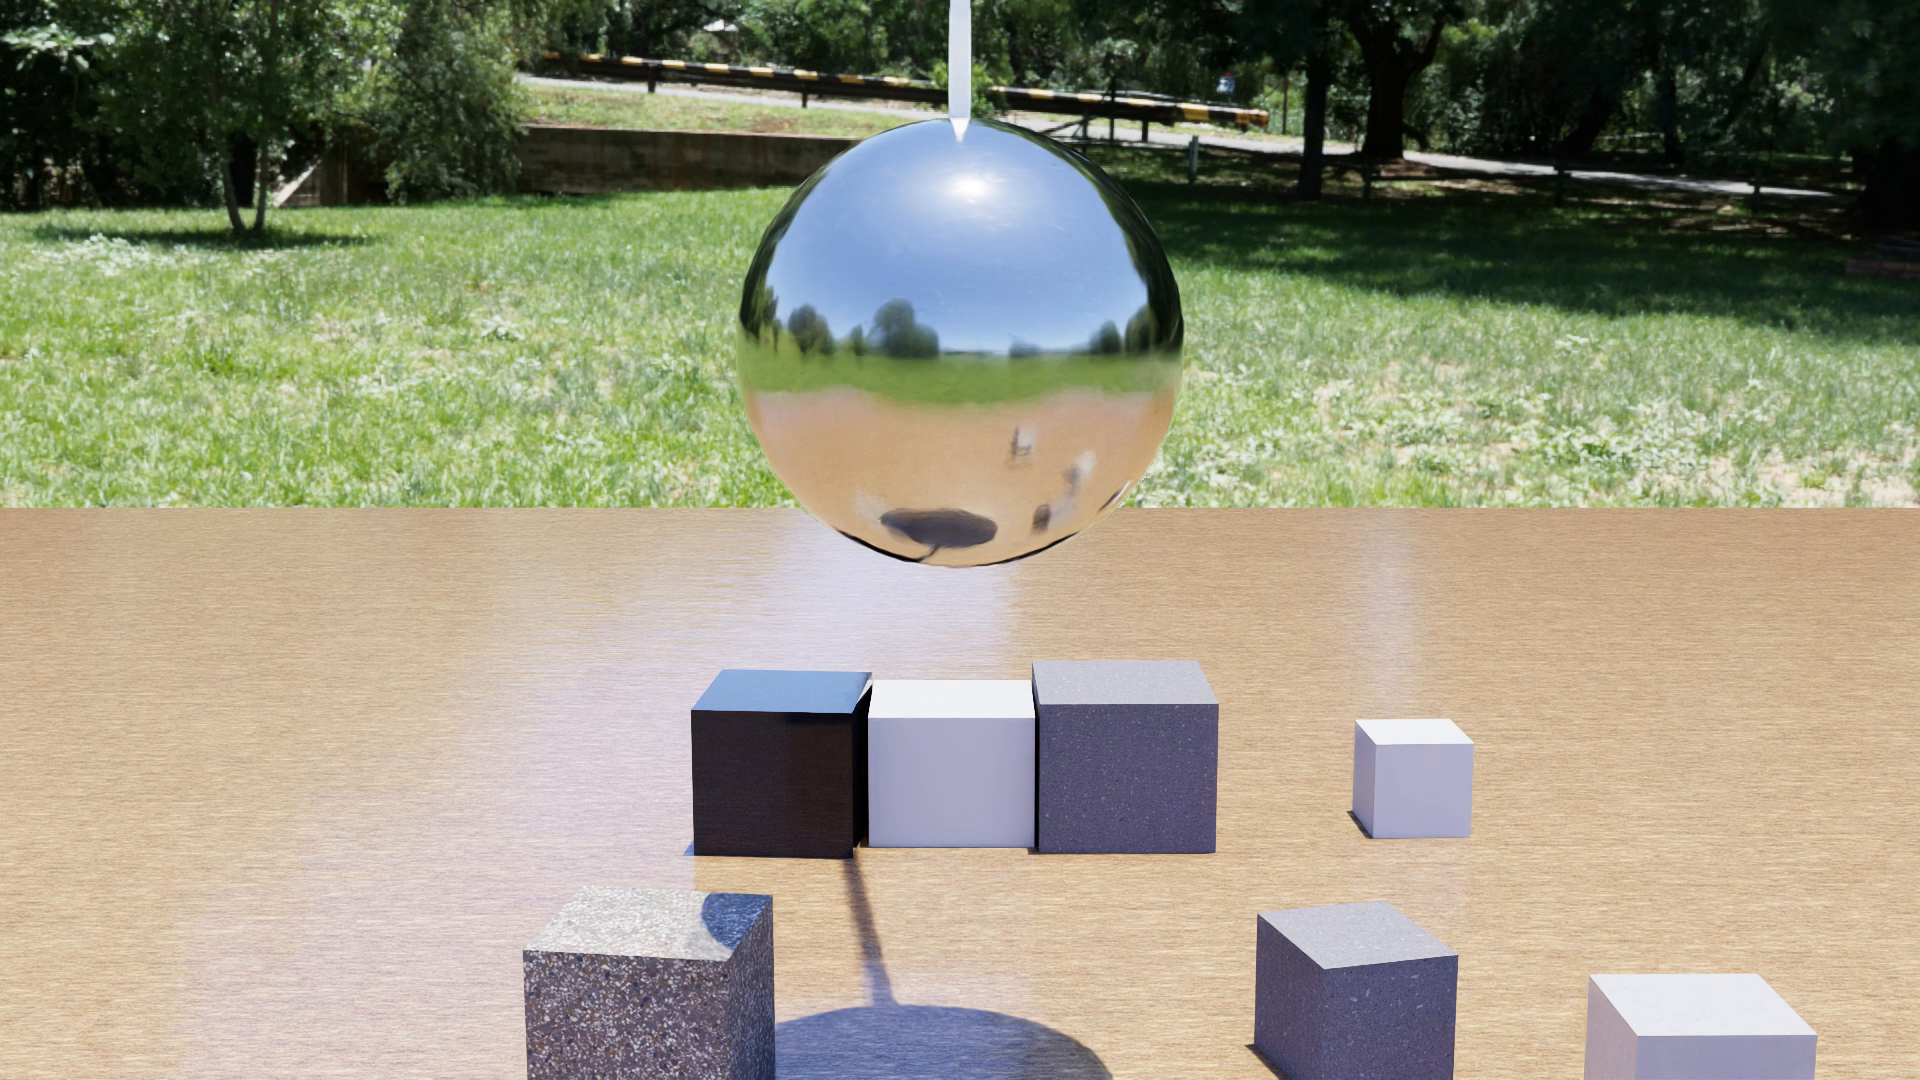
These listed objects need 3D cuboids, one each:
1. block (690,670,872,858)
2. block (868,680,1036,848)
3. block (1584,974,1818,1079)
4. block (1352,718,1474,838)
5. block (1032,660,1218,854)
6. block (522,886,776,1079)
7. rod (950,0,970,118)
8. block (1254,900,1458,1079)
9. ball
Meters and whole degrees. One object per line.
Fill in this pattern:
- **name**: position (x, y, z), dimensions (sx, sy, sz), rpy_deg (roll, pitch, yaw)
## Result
- **block**: position (-0.894, 1.131, 11.269), dimensions (0.799, 0.743, 0.850), rpy_deg (1, 10, 4)
- **block**: position (-0.041, 1.145, 11.388), dimensions (0.832, 0.672, 0.773), rpy_deg (0, 10, 0)
- **block**: position (2.597, 1.882, 7.768), dimensions (0.613, 0.517, 0.555), rpy_deg (0, 10, -1)
- **block**: position (2.344, 1.232, 11.406), dimensions (0.501, 0.495, 0.480), rpy_deg (0, 10, -3)
- **block**: position (0.831, 1.103, 11.357), dimensions (0.881, 0.767, 0.923), rpy_deg (0, 10, -1)
- **block**: position (-1.118, 1.734, 8.050), dimensions (0.737, 0.709, 0.684), rpy_deg (2, 10, 8)
- **rod**: position (0.000, -3.857, 9.087), dimensions (0.080, 5.200, 0.080), rpy_deg (0, -21, 0)
- **block**: position (1.499, 1.757, 8.391), dimensions (0.539, 0.540, 0.615), rpy_deg (-3, 11, -15)
- **ball**: position (0.000, -0.693, 7.842), dimensions (1.600, 1.600, 1.600), rpy_deg (0, 10, 0)
